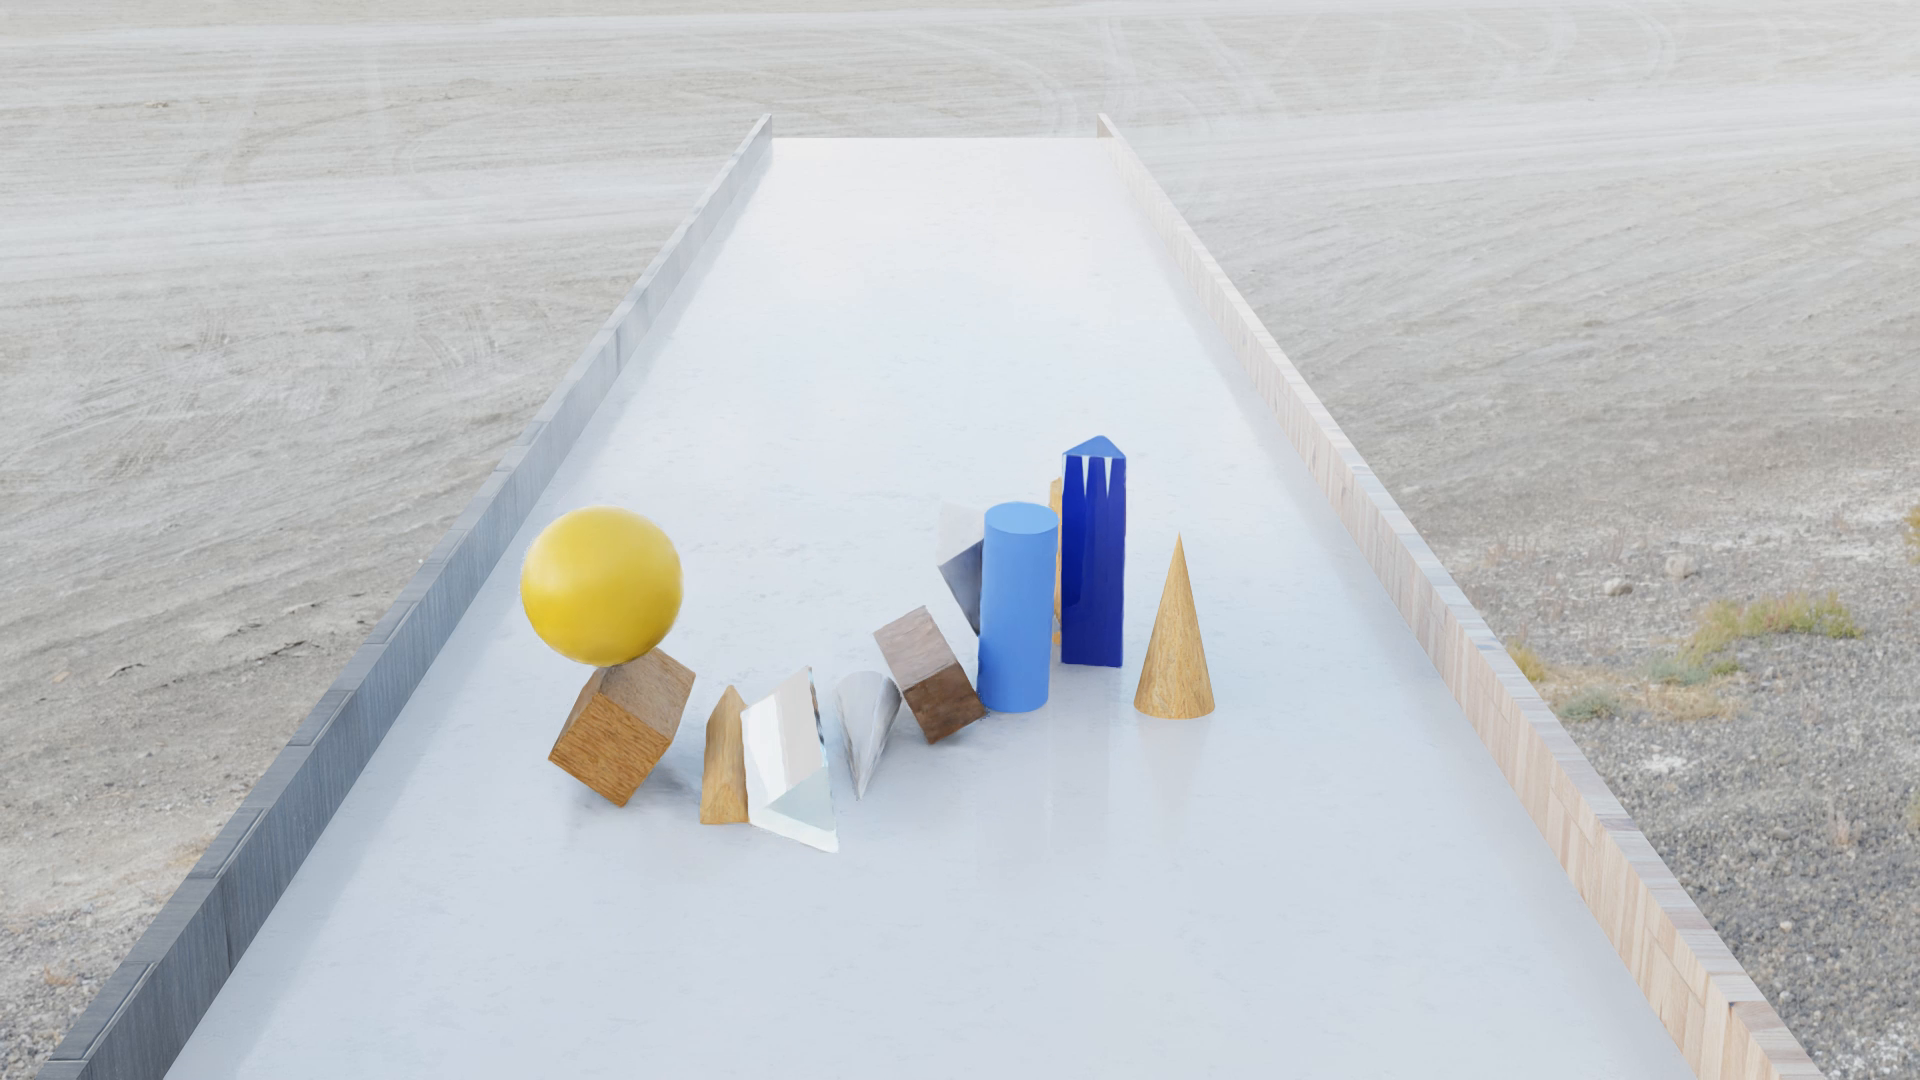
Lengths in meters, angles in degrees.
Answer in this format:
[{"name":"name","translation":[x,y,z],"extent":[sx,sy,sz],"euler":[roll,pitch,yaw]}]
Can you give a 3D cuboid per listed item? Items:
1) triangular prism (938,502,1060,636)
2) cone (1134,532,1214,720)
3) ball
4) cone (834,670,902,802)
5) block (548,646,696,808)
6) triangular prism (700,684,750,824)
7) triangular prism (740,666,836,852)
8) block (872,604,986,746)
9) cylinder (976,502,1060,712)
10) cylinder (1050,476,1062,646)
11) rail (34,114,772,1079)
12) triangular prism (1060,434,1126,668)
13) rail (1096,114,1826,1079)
[{"name":"triangular prism","translation":[0.050,0.072,4.277],"extent":[0.154,0.357,0.133],"euler":[-33,48,-4]},{"name":"cone","translation":[0.407,0.147,4.126],"extent":[0.155,0.345,0.155],"euler":[0,17,0]},{"name":"ball","translation":[-0.598,0.076,3.682],"extent":[0.272,0.272,0.272],"euler":[0,17,0]},{"name":"cone","translation":[-0.170,0.370,3.876],"extent":[0.125,0.125,0.337],"euler":[0,27,0]},{"name":"block","translation":[-0.584,0.305,3.831],"extent":[0.151,0.151,0.329],"euler":[36,14,-9]},{"name":"triangular prism","translation":[-0.400,0.364,3.801],"extent":[0.088,0.076,0.371],"euler":[-2,22,-4]},{"name":"triangular prism","translation":[-0.267,0.348,3.701],"extent":[0.152,0.131,0.432],"euler":[22,14,-14]},{"name":"block","translation":[-0.061,0.247,4.104],"extent":[0.116,0.116,0.364],"euler":[-29,18,-2]},{"name":"cylinder","translation":[0.106,0.127,4.111],"extent":[0.137,0.375,0.137],"euler":[2,26,-1]},{"name":"cylinder","translation":[0.251,0.043,4.487],"extent":[0.148,0.325,0.148],"euler":[1,22,0]},{"name":"rail","translation":[-1.118,-0.838,7.780],"extent":[0.050,0.150,12.000],"euler":[0,17,-1]},{"name":"triangular prism","translation":[0.269,0.022,4.333],"extent":[0.123,0.454,0.107],"euler":[4,26,10]},{"name":"rail","translation":[0.932,-0.844,7.801],"extent":[0.050,0.150,12.000],"euler":[0,17,-1]}]
